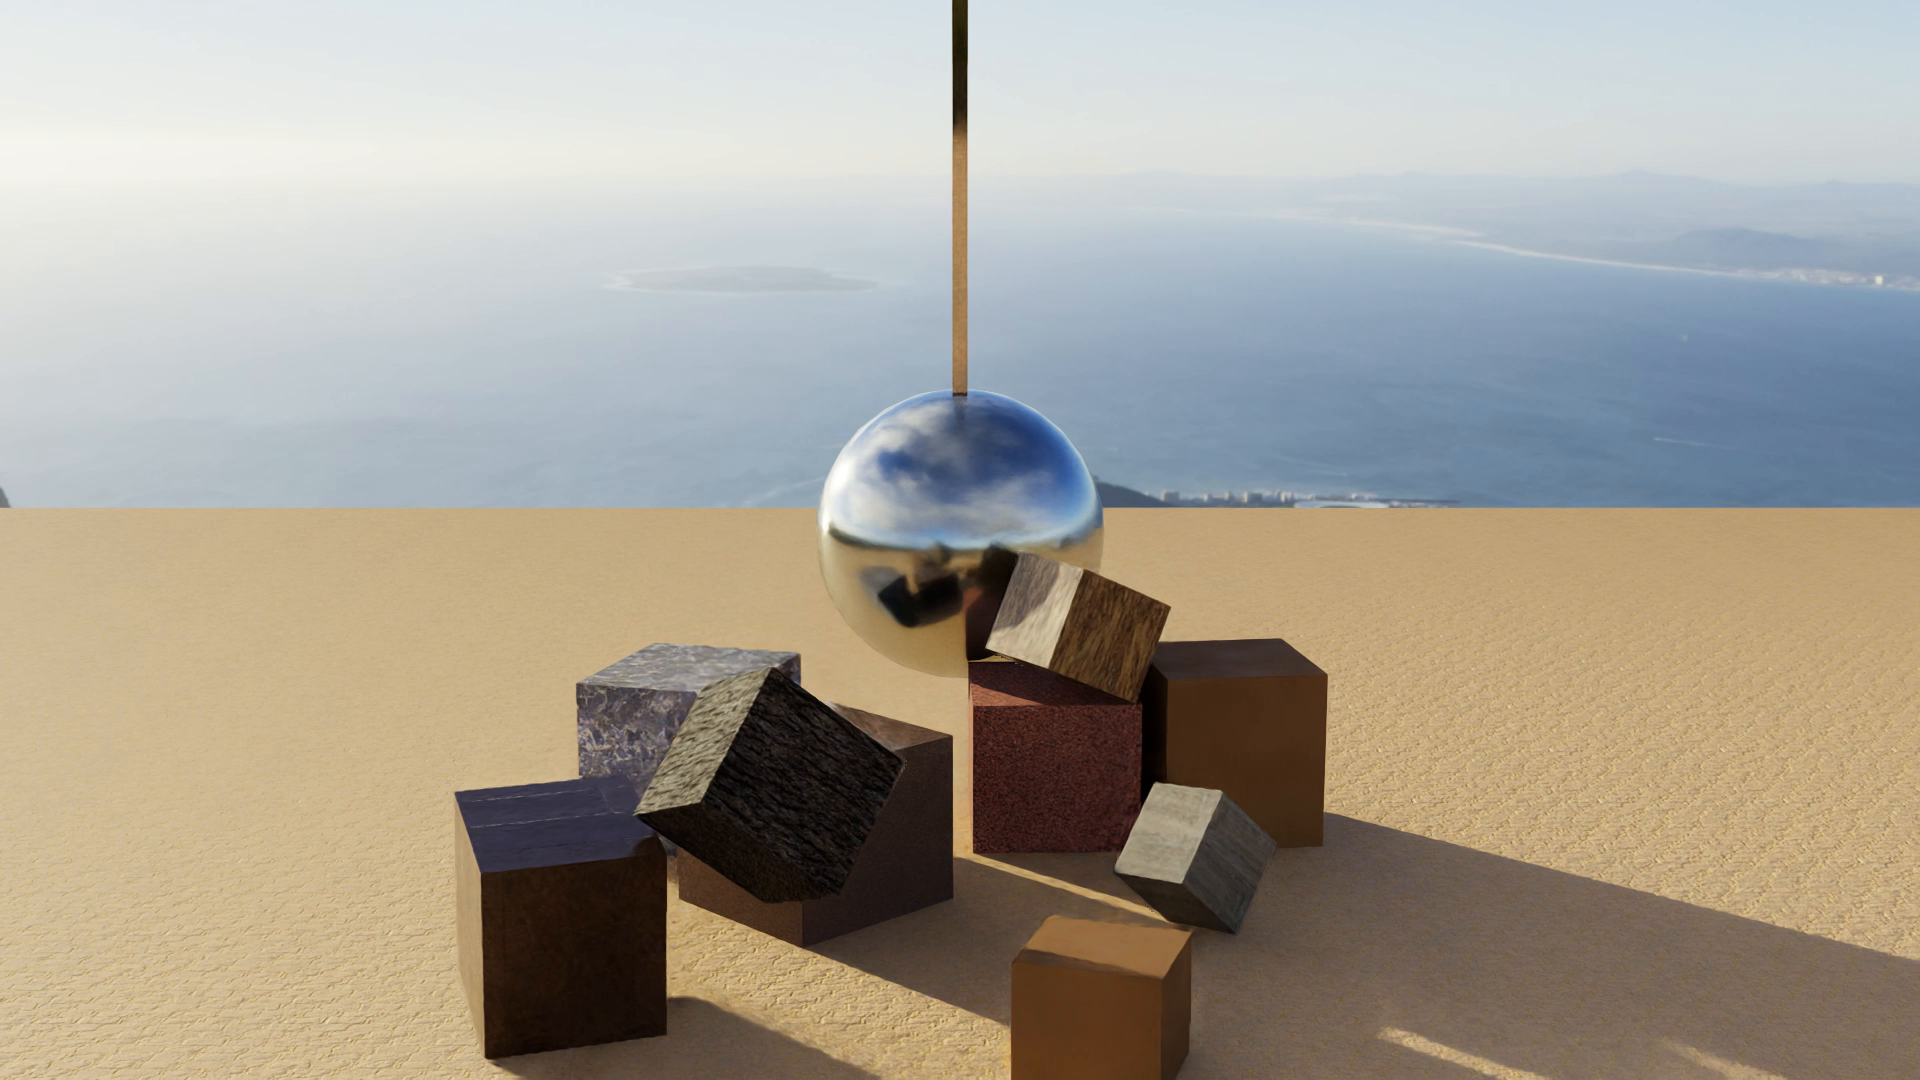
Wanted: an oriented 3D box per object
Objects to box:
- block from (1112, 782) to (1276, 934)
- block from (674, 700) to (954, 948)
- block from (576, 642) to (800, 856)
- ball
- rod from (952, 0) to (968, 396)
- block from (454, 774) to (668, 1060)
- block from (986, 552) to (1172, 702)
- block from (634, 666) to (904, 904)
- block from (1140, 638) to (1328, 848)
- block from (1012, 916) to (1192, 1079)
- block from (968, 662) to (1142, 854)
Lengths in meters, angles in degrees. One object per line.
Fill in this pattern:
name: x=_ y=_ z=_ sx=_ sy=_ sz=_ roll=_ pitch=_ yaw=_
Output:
block: x=1.051 y=1.418 z=9.829 sx=0.407 sy=0.464 sz=0.456 roll=1 pitch=-34 yaw=47
block: x=-0.676 y=1.293 z=10.242 sx=0.926 sy=0.790 sz=0.897 roll=-10 pitch=14 yaw=-43
block: x=-1.373 y=1.069 z=11.315 sx=0.832 sy=0.848 sz=0.939 roll=3 pitch=11 yaw=16
ball: x=0.000 y=-0.038 z=12.156 sx=1.600 sy=1.600 sz=1.600 roll=0 pitch=10 yaw=0
rod: x=0.000 y=-3.241 z=11.017 sx=0.080 sy=5.200 sz=0.080 roll=0 pitch=20 yaw=0
block: x=-1.616 y=1.497 z=8.853 sx=0.711 sy=0.795 sz=0.777 roll=-4 pitch=18 yaw=-19
block: x=0.588 y=0.433 z=10.940 sx=0.600 sy=0.512 sz=0.527 roll=23 pitch=-5 yaw=-35
block: x=-0.753 y=0.980 z=8.680 sx=0.684 sy=0.614 sz=0.582 roll=38 pitch=-29 yaw=-21
block: x=1.366 y=1.043 z=11.338 sx=0.815 sy=0.891 sz=0.816 roll=-1 pitch=10 yaw=-8
block: x=0.543 y=1.784 z=8.378 sx=0.572 sy=0.493 sz=0.520 roll=3 pitch=11 yaw=17
block: x=0.472 y=1.105 z=11.368 sx=0.836 sy=0.759 sz=0.932 roll=0 pitch=10 yaw=-1
